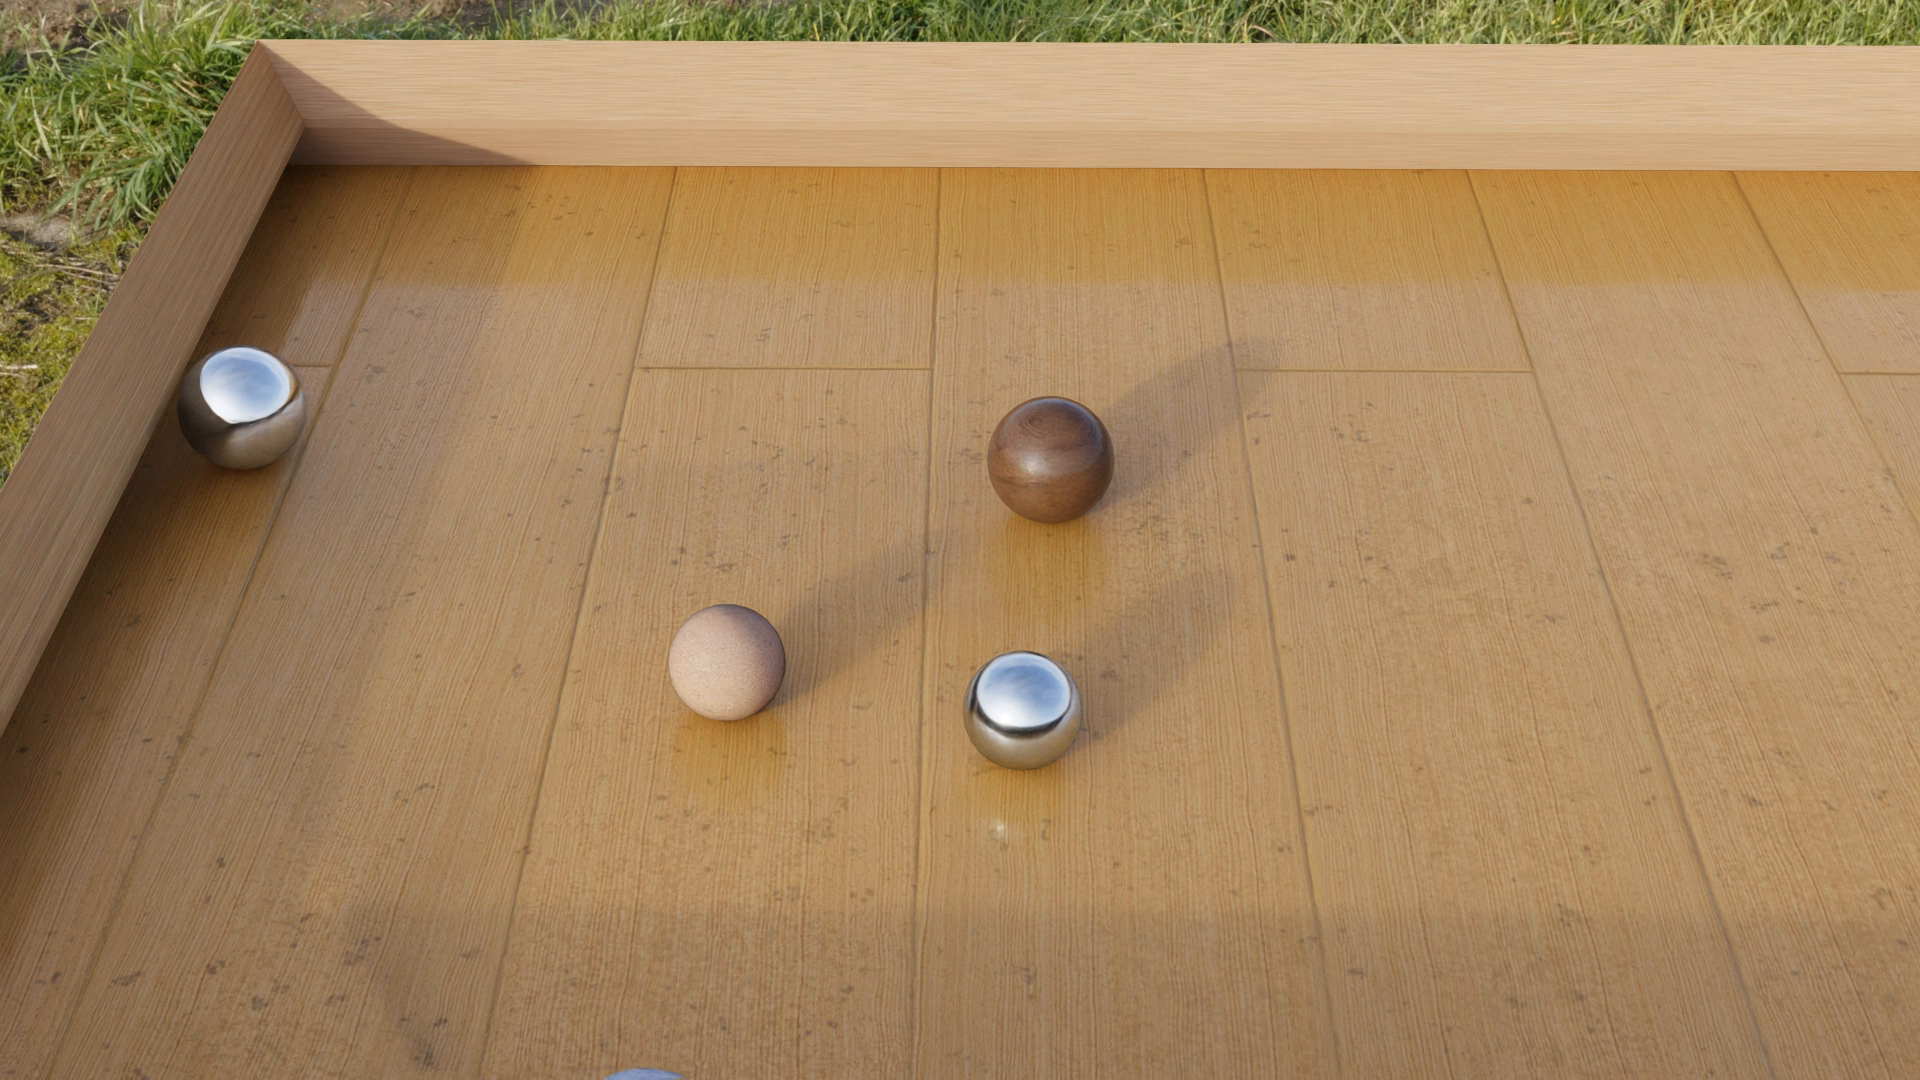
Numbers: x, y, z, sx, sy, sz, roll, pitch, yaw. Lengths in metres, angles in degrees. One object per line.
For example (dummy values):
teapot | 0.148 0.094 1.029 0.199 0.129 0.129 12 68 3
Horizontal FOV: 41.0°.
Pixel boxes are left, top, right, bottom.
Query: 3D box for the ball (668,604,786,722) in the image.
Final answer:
ball | -0.158 0.083 1.741 0.080 0.080 0.080 0 35 0

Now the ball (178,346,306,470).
ball | -0.558 -0.103 1.994 0.097 0.097 0.097 0 35 0

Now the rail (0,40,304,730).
rail | -0.635 -0.020 1.847 0.045 0.126 1.373 0 35 0

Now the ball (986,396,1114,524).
ball | 0.068 -0.060 1.933 0.096 0.096 0.096 0 35 0

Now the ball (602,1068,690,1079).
ball | -0.169 0.331 1.371 0.096 0.096 0.096 0 35 0

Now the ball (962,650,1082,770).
ball | 0.041 0.113 1.699 0.080 0.080 0.080 0 35 0

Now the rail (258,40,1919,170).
rail | 0.665 -0.391 2.381 2.634 0.126 0.045 0 35 0
